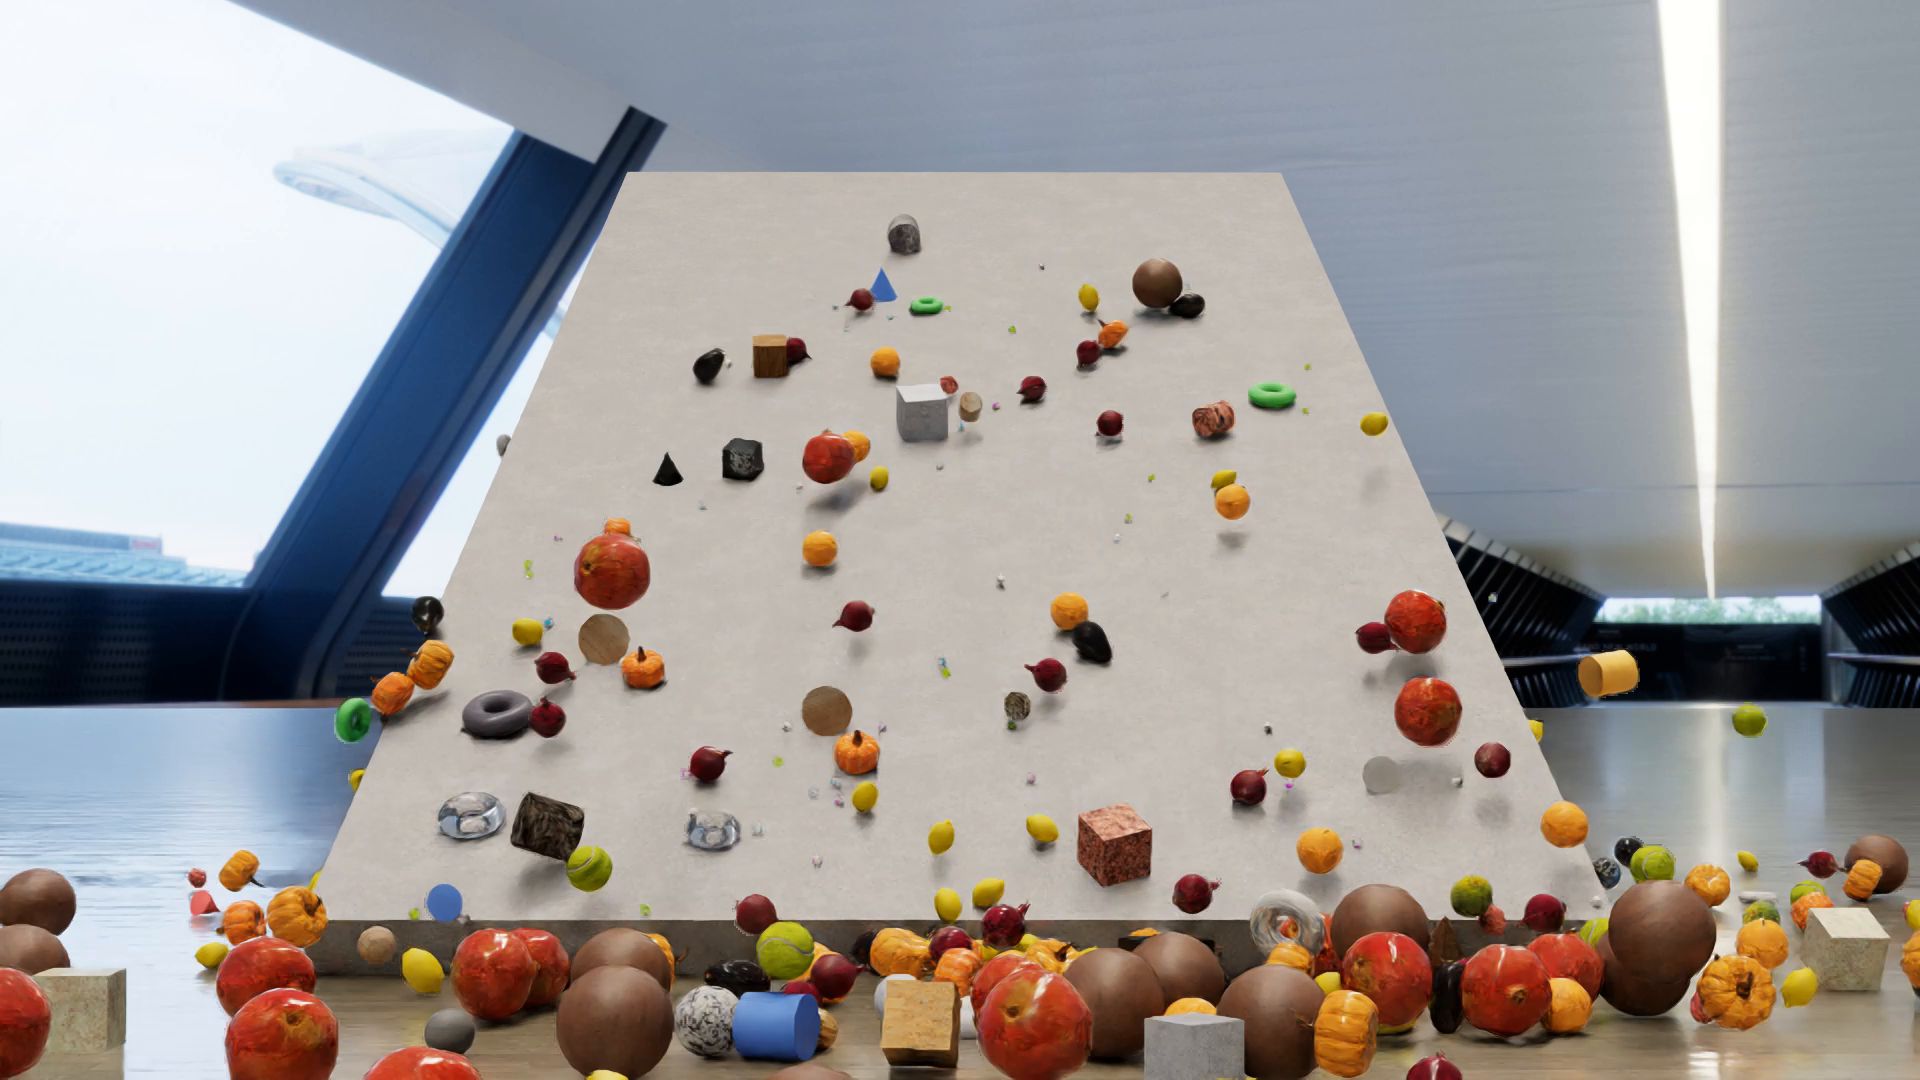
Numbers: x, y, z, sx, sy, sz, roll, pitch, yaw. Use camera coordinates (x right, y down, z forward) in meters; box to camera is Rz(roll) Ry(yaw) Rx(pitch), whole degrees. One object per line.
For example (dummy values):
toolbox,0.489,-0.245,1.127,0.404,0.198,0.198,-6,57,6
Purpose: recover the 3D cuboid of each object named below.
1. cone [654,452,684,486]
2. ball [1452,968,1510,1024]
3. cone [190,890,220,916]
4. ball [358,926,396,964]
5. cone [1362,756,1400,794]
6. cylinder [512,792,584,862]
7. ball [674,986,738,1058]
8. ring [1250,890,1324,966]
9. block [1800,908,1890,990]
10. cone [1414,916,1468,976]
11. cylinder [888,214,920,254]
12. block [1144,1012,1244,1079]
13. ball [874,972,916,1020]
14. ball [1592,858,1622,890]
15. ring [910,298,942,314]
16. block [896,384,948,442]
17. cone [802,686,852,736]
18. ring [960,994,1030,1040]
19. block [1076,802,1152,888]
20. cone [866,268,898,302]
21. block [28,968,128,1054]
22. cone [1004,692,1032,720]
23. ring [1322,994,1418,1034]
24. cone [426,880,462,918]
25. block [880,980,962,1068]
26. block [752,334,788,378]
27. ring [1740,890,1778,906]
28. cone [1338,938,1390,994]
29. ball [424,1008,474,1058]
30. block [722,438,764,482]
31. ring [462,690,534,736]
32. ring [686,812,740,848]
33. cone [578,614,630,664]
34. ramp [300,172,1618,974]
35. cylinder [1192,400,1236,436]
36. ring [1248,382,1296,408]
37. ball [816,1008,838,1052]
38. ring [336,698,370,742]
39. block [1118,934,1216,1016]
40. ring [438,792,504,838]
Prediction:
cone,-0.629,-0.160,5.045,0.065,0.065,0.065,0,25,0
ball,0.680,0.595,3.061,0.072,0.072,0.072,0,-4,0
cone,-1.481,0.724,4.627,0.054,0.054,0.054,-3,-28,33
ball,-0.860,0.598,3.455,0.056,0.056,0.056,0,-4,0
cone,0.703,0.391,3.926,0.063,0.063,0.063,0,-2,4
cylinder,-0.644,0.448,3.661,0.087,0.087,0.087,20,-11,-21
ball,-0.295,0.568,2.767,0.084,0.084,0.084,0,-4,0
ring,0.453,0.536,3.242,0.110,0.110,0.037,-2,11,32
block,1.296,0.598,3.437,0.086,0.086,0.086,1,21,-3
cone,0.713,0.586,3.458,0.079,0.079,0.079,0,27,0
cylinder,-0.155,-0.847,6.482,0.087,0.087,0.087,0,25,-3
block,0.253,0.556,2.533,0.076,0.076,0.076,3,-5,-37
ball,-0.077,0.594,3.032,0.068,0.068,0.068,0,-4,0
ball,1.124,0.582,4.086,0.055,0.055,0.055,0,-4,0
ring,-0.086,-0.603,6.035,0.082,0.027,0.082,-1,26,0
block,-0.085,-0.287,5.283,0.096,0.096,0.096,-6,26,-12
cone,-0.226,0.290,4.098,0.089,0.089,0.089,0,8,6
ring,0.032,0.600,2.950,0.114,0.038,0.114,-5,4,0
block,0.242,0.477,3.673,0.086,0.086,0.086,-11,27,-23
cone,-0.204,-0.671,6.114,0.083,0.083,0.083,0,25,0
block,-1.071,0.570,2.847,0.091,0.091,0.091,0,-4,-6
cone,0.093,0.294,4.106,0.050,0.050,0.050,1,-12,-16
ring,0.525,0.606,3.000,0.121,0.040,0.121,-1,-3,0
cone,-0.775,0.551,3.581,0.057,0.057,0.057,-1,-12,16
block,-0.043,0.550,2.661,0.078,0.078,0.078,1,-27,7
block,-0.457,-0.442,5.629,0.080,0.080,0.080,-3,25,-6
ring,1.650,0.741,4.843,0.077,0.026,0.077,1,-3,0
cone,0.580,0.594,3.288,0.079,0.079,0.079,20,-13,5
ball,-0.601,0.580,2.759,0.058,0.058,0.058,0,-4,0
block,-0.470,-0.174,5.076,0.066,0.066,0.066,9,27,18
ring,-0.806,0.302,4.092,0.124,0.041,0.124,-1,25,1
ring,-0.395,0.465,3.763,0.088,0.029,0.088,0,24,0
cone,-0.651,0.183,4.344,0.095,0.095,0.095,0,-1,2
ramp,-0.009,-0.229,5.390,2.000,0.100,4.000,0,25,0
cylinder,0.571,-0.273,5.279,0.069,0.069,0.069,-18,8,-37
ring,0.728,-0.338,5.467,0.109,0.036,0.109,1,24,0
ball,-0.172,0.588,2.812,0.051,0.051,0.051,0,-4,0
ring,-1.044,0.310,4.039,0.026,0.077,0.077,18,2,20
block,0.281,0.592,3.198,0.096,0.096,0.096,2,-5,-29
ring,-0.791,0.445,3.793,0.109,0.036,0.109,0,27,0
